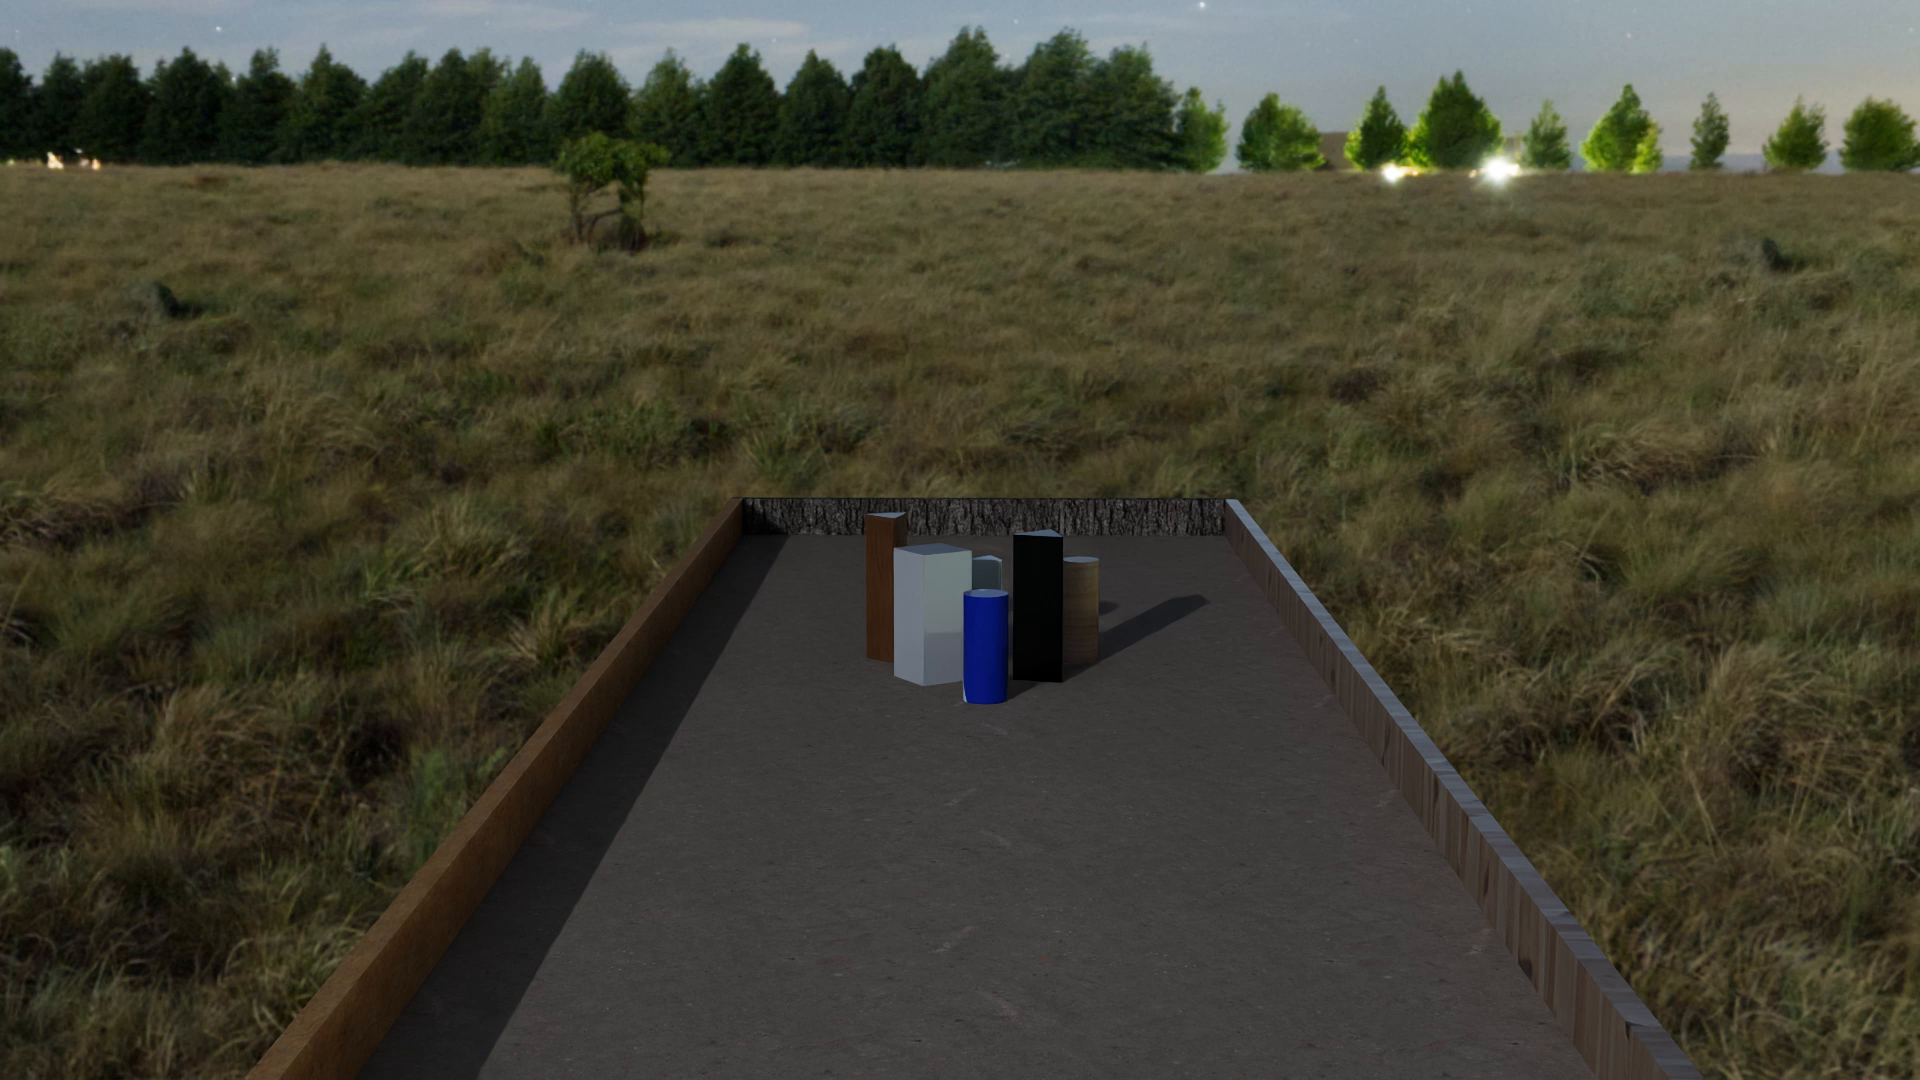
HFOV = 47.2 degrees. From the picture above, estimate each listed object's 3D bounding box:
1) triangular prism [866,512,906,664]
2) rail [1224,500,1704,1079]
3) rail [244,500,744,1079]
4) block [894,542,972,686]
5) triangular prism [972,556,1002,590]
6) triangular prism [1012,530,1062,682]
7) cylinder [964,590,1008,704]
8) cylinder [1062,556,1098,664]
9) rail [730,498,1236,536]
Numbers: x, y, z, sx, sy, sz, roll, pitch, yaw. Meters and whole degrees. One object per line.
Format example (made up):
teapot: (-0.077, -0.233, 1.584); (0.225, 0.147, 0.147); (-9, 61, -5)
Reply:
triangular prism: (-0.203, 0.141, 6.698); (0.108, 0.444, 0.125); (-9, 13, -44)
rail: (1.046, 0.843, 3.208); (0.050, 0.150, 12.000); (0, 9, 1)
rail: (-1.004, 0.839, 3.234); (0.050, 0.150, 12.000); (0, 9, 1)
block: (-0.080, 0.215, 6.428); (0.165, 0.383, 0.165); (-6, 11, -32)
triangular prism: (0.085, 0.208, 6.696); (0.100, 0.314, 0.086); (2, 9, 10)
triangular prism: (0.245, 0.190, 6.440); (0.148, 0.429, 0.128); (3, 10, 19)
cylinder: (0.072, 0.298, 6.160); (0.127, 0.303, 0.127); (0, 9, 0)
cylinder: (0.365, 0.212, 6.679); (0.111, 0.311, 0.111); (0, 9, 0)
rail: (0.099, -0.098, 9.147); (2.100, 0.150, 0.050); (0, 9, 1)
